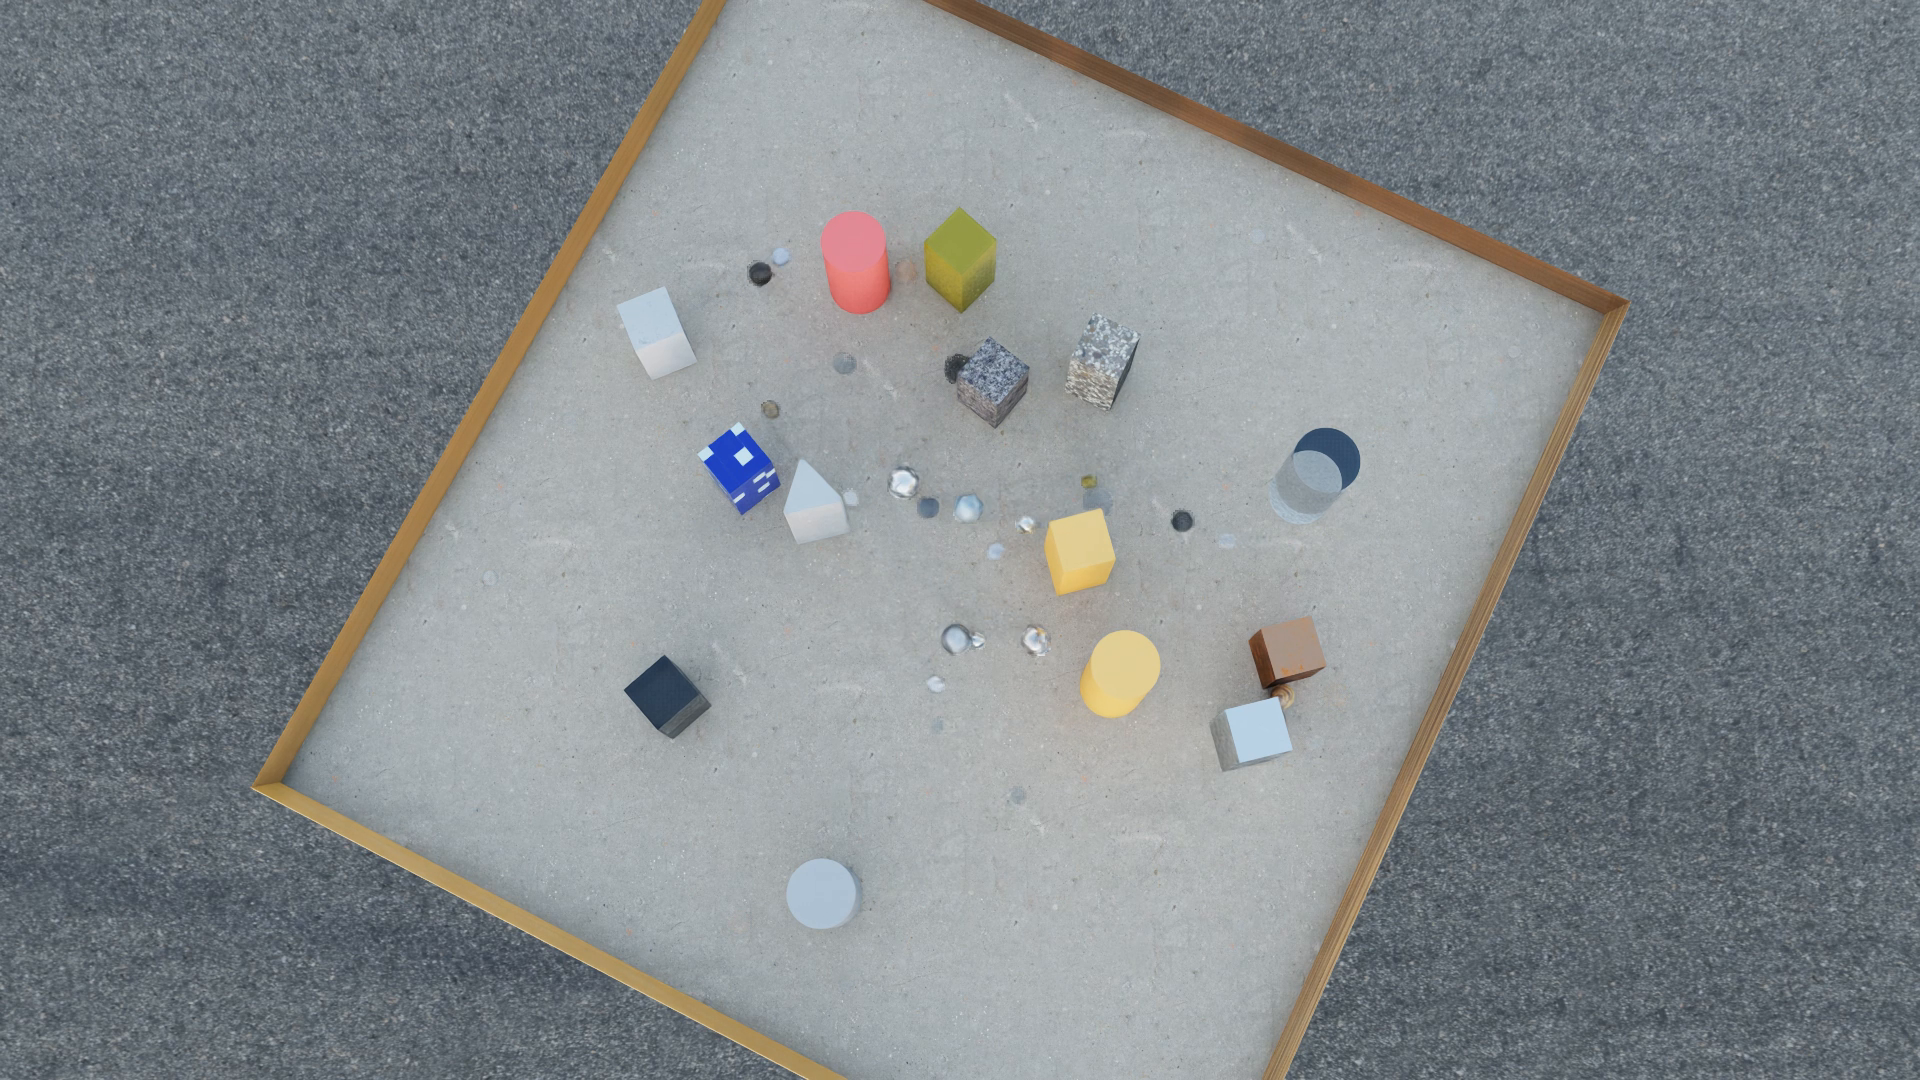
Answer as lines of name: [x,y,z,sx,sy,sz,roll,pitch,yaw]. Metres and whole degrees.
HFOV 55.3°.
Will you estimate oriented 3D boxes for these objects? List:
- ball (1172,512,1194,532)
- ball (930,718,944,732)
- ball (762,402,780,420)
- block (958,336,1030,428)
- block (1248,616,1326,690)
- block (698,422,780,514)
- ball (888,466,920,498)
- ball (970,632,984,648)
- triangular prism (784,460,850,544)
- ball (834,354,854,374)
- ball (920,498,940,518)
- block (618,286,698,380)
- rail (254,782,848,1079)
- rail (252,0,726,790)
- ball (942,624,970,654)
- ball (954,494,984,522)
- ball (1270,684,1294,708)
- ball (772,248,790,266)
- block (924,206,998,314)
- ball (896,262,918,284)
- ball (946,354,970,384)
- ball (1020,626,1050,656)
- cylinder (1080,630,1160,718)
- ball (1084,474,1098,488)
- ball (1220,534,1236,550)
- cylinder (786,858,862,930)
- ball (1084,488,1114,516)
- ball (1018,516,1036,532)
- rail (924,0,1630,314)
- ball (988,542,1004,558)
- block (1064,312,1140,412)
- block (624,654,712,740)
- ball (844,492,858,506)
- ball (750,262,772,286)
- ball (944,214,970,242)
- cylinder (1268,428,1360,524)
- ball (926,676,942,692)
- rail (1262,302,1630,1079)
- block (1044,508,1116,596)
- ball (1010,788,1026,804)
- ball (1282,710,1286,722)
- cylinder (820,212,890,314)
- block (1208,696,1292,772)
ball: [0.679,-0.056,5.595,0.064,0.064,0.064,0,78,0]
ball: [-0.069,0.554,5.481,0.041,0.041,0.041,0,78,0]
ball: [-0.584,-0.399,5.672,0.052,0.052,0.052,0,78,0]
block: [0.099,-0.476,5.580,0.154,0.264,0.154,39,81,7]
block: [0.967,0.335,5.426,0.154,0.237,0.154,-15,79,-3]
block: [-0.660,-0.210,5.509,0.154,0.296,0.154,-39,81,-7]
ball: [-0.172,-0.176,5.604,0.096,0.096,0.096,0,78,0]
ball: [0.052,0.304,5.530,0.046,0.046,0.046,0,78,0]
triangular prism: [-0.435,-0.120,5.423,0.166,0.428,0.144,-13,79,-3]
ball: [-0.359,-0.547,5.696,0.065,0.065,0.065,0,78,0]
ball: [-0.094,-0.099,5.605,0.063,0.063,0.063,0,78,0]
block: [-0.921,-0.627,5.591,0.154,0.305,0.154,-23,79,-5]
rail: [-0.700,1.378,5.267,3.033,0.125,0.045,26,80,5]
rail: [-1.335,-0.647,5.686,0.045,0.125,3.180,26,80,5]
ball: [-0.013,0.298,5.510,0.089,0.089,0.089,0,78,0]
ball: [0.026,-0.097,5.592,0.088,0.088,0.088,0,78,0]
ball: [0.965,0.467,5.482,0.073,0.073,0.073,0,78,0]
ball: [-0.565,-0.893,5.773,0.055,0.055,0.055,0,78,0]
block: [0.002,-0.853,5.614,0.154,0.350,0.154,43,81,8]
ball: [-0.168,-0.839,5.756,0.067,0.067,0.067,0,78,0]
ball: [-0.001,-0.531,5.680,0.090,0.090,0.090,0,78,0]
ball: [0.226,0.303,5.509,0.088,0.088,0.088,0,78,0]
cylinder: [0.457,0.392,5.291,0.192,0.479,0.192,0,78,0]
ball: [0.402,-0.180,5.631,0.045,0.045,0.045,0,78,0]
ball: [0.818,0.005,5.591,0.048,0.048,0.048,0,78,0]
cylinder: [-0.384,1.013,5.236,0.192,0.334,0.192,0,78,0]
ball: [0.425,-0.114,5.595,0.088,0.088,0.088,0,78,0]
ball: [0.204,-0.049,5.599,0.054,0.054,0.054,0,78,0]
rail: [0.700,-1.365,5.834,3.033,0.125,0.045,26,80,5]
ball: [0.111,0.033,5.585,0.048,0.048,0.048,0,78,0]
block: [0.428,-0.533,5.544,0.154,0.358,0.154,26,79,5]
block: [-0.854,0.464,5.375,0.154,0.284,0.154,-41,81,-8]
ball: [-0.336,-0.129,5.621,0.044,0.044,0.044,0,78,0]
ball: [-0.626,-0.836,5.752,0.073,0.073,0.073,0,78,0]
ball: [-0.009,-0.985,5.777,0.084,0.084,0.084,0,78,0]
cylinder: [1.047,-0.185,5.437,0.192,0.427,0.192,0,78,0]
ball: [-0.076,0.432,5.502,0.050,0.050,0.050,0,78,0]
rail: [1.335,0.660,5.415,0.045,0.125,3.180,26,80,5]
block: [0.350,0.040,5.413,0.154,0.382,0.154,-14,79,-3]
ball: [0.171,0.760,5.436,0.045,0.045,0.045,0,78,0]
ball: [0.938,0.532,5.471,0.069,0.069,0.069,0,78,0]
cylinder: [-0.315,-0.842,5.596,0.192,0.381,0.192,0,78,0]
block: [0.839,0.568,5.318,0.154,0.355,0.154,-14,79,-3]
